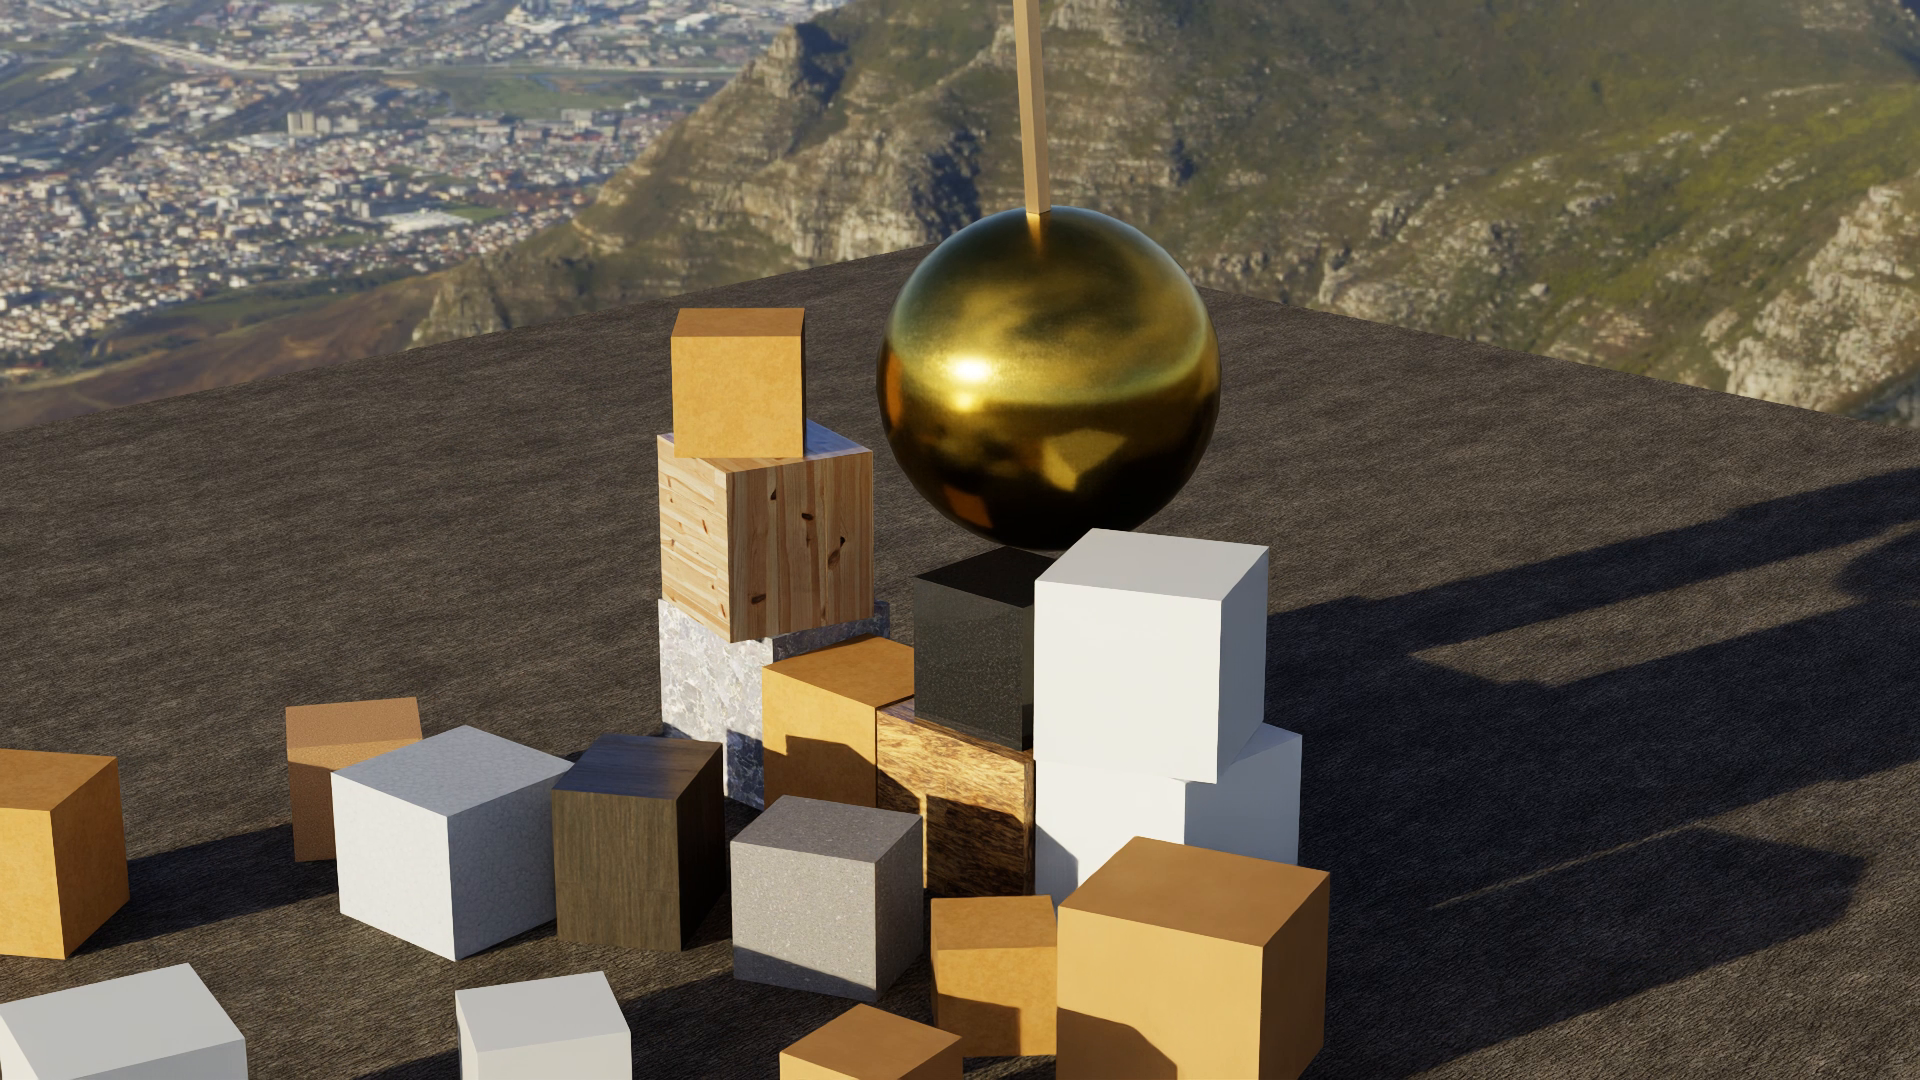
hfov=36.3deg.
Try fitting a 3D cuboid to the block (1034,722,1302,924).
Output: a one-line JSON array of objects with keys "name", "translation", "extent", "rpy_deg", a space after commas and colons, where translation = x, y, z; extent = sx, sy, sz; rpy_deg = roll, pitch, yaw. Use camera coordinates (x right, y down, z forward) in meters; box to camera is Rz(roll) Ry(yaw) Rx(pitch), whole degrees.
[{"name": "block", "translation": [0.901, 1.269, 12.781], "extent": [0.846, 0.915, 0.772], "rpy_deg": [17, 24, 42]}]

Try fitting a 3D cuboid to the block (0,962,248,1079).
[{"name": "block", "translation": [-3.025, 2.060, 10.642], "extent": [0.710, 0.689, 0.711], "rpy_deg": [-10, 20, -29]}]

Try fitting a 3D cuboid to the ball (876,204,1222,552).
[{"name": "ball", "translation": [0.410, -0.745, 13.537], "extent": [1.600, 1.600, 1.600], "rpy_deg": [0, 17, 0]}]

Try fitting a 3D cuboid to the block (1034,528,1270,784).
[{"name": "block", "translation": [0.817, 0.476, 12.455], "extent": [0.794, 0.793, 0.786], "rpy_deg": [6, 18, 19]}]

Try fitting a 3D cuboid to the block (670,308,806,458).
[{"name": "block", "translation": [-1.047, -0.755, 13.987], "extent": [0.602, 0.583, 0.591], "rpy_deg": [0, 17, -1]}]

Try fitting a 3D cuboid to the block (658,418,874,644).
[{"name": "block", "translation": [-0.939, -0.068, 14.162], "extent": [0.769, 0.833, 0.769], "rpy_deg": [-10, 20, -28]}]

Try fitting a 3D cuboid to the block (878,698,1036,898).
[{"name": "block", "translation": [0.267, 1.147, 13.401], "extent": [0.922, 0.776, 0.896], "rpy_deg": [17, 24, 42]}]

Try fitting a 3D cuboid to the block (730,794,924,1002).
[{"name": "block", "translation": [-0.558, 1.516, 12.468], "extent": [0.652, 0.631, 0.542], "rpy_deg": [7, 19, 20]}]

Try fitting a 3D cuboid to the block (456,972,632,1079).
[{"name": "block", "translation": [-1.542, 2.024, 10.893], "extent": [0.558, 0.607, 0.523], "rpy_deg": [-5, 18, -17]}]

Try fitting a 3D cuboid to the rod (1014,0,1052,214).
[{"name": "rod", "translation": [0.178, -3.904, 12.301], "extent": [0.080, 5.200, 0.080], "rpy_deg": [17, 30, 42]}]

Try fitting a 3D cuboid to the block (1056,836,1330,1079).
[{"name": "block", "translation": [0.922, 1.728, 11.571], "extent": [0.838, 0.765, 0.766], "rpy_deg": [8, 19, 25]}]

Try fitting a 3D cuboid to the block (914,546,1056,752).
[{"name": "block", "translation": [0.240, 0.476, 13.135], "extent": [0.643, 0.663, 0.619], "rpy_deg": [15, 23, 40]}]

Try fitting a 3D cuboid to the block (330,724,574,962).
[{"name": "block", "translation": [-2.217, 1.327, 13.003], "extent": [0.774, 0.670, 0.767], "rpy_deg": [14, 22, 38]}]

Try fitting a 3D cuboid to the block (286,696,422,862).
[{"name": "block", "translation": [-2.846, 1.123, 13.832], "extent": [0.612, 0.563, 0.555], "rpy_deg": [-4, 18, -12]}]

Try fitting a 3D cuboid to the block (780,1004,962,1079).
[{"name": "block", "translation": [-0.324, 2.093, 10.844], "extent": [0.475, 0.504, 0.486], "rpy_deg": [12, 21, 34]}]

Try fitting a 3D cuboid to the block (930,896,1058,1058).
[{"name": "block", "translation": [0.142, 1.771, 11.917], "extent": [0.494, 0.475, 0.492], "rpy_deg": [-1, 17, -4]}]

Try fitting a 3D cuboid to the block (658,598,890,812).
[{"name": "block", "translation": [-0.914, 0.730, 14.519], "extent": [0.765, 0.902, 0.844], "rpy_deg": [-17, 24, -42]}]

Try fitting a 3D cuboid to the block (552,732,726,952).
[{"name": "block", "translation": [-1.407, 1.325, 12.945], "extent": [0.561, 0.709, 0.684], "rpy_deg": [4, 18, 12]}]

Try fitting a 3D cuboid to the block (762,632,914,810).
[{"name": "block", "translation": [-0.419, 0.982, 13.904], "extent": [0.771, 0.790, 0.691], "rpy_deg": [16, 24, 42]}]

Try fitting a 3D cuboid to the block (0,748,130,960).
[{"name": "block", "translation": [-4.093, 1.366, 12.853], "extent": [0.610, 0.687, 0.632], "rpy_deg": [3, 18, 10]}]
